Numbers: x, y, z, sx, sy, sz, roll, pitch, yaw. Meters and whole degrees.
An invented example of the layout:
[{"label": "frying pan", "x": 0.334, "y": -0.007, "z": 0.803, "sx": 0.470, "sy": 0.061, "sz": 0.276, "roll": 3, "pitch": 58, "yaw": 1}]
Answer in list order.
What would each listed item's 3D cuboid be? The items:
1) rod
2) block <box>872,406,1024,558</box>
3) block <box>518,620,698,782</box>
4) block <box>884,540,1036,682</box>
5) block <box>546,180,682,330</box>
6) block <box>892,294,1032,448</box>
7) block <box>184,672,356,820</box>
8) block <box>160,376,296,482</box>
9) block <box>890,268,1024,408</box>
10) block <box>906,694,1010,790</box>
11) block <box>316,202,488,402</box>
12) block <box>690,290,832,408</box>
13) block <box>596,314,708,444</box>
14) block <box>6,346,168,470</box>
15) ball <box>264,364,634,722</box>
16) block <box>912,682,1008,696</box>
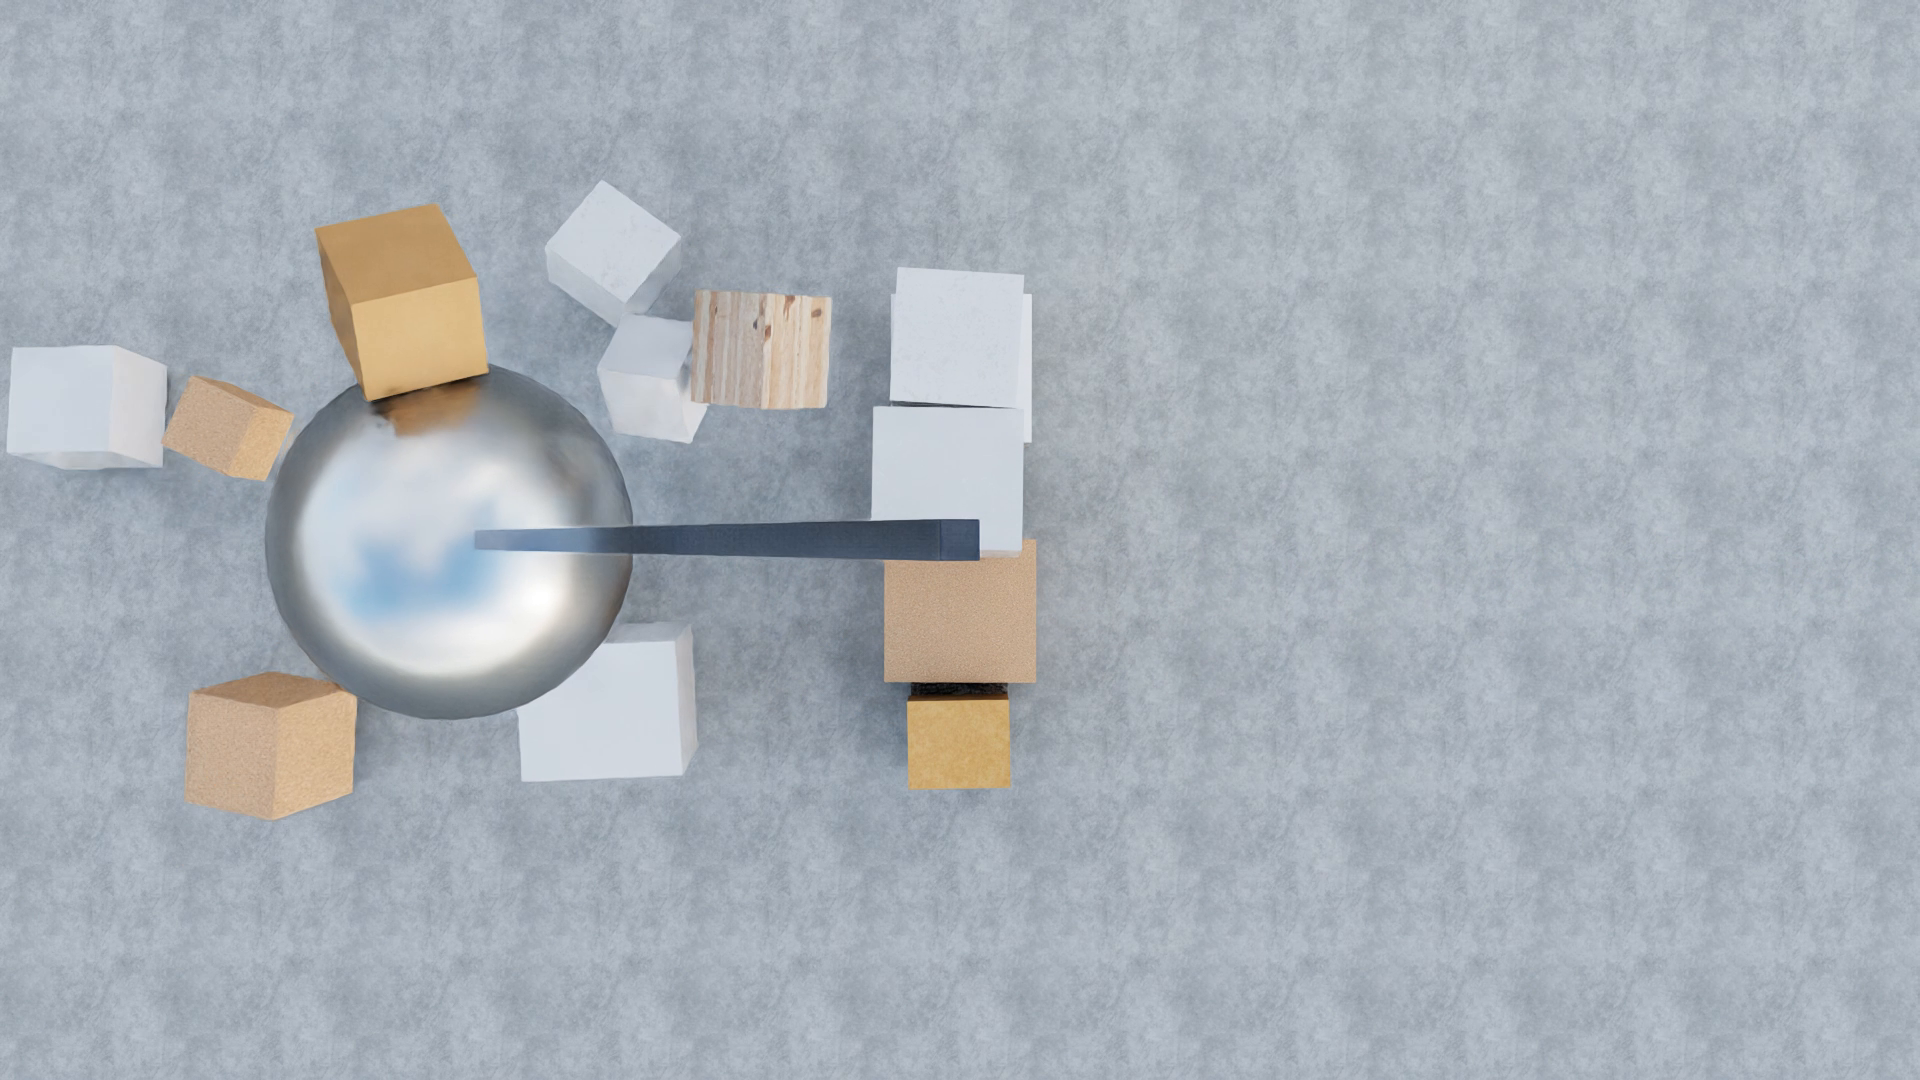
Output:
[{"label": "rod", "x": -0.974, "y": 0.000, "z": 6.590, "sx": 0.080, "sy": 5.200, "sz": 0.080, "roll": 0, "pitch": 90, "yaw": -22}, {"label": "block", "x": -0.064, "y": -0.298, "z": 11.763, "sx": 0.781, "sy": 0.734, "sz": 0.736, "roll": 1, "pitch": 87, "yaw": 0}, {"label": "block", "x": -2.009, "y": 0.911, "z": 12.580, "sx": 0.894, "sy": 0.762, "sz": 0.755, "roll": -2, "pitch": 96, "yaw": 0}, {"label": "block", "x": 0.002, "y": 0.390, "z": 12.557, "sx": 0.837, "sy": 0.887, "sz": 0.790, "roll": 0, "pitch": 90, "yaw": 0}, {"label": "block", "x": -1.992, "y": -1.621, "z": 12.664, "sx": 0.561, "sy": 0.521, "sz": 0.516, "roll": 36, "pitch": 73, "yaw": 2}, {"label": "block", "x": 0.007, "y": -0.950, "z": 12.576, "sx": 0.777, "sy": 0.849, "sz": 0.819, "roll": 0, "pitch": 90, "yaw": 0}, {"label": "block", "x": -3.916, "y": 1.158, "z": 12.519, "sx": 0.598, "sy": 0.722, "sz": 0.632, "roll": 8, "pitch": 99, "yaw": 19}, {"label": "block", "x": -3.817, "y": -0.581, "z": 11.482, "sx": 0.399, "sy": 0.440, "sz": 0.389, "roll": 25, "pitch": 92, "yaw": 8}, {"label": "block", "x": -0.016, "y": -1.052, "z": 11.784, "sx": 0.658, "sy": 0.735, "sz": 0.692, "roll": 4, "pitch": 90, "yaw": 0}, {"label": "block", "x": -0.006, "y": 1.111, "z": 12.179, "sx": 0.554, "sy": 0.485, "sz": 0.477, "roll": -1, "pitch": 90, "yaw": 0}, {"label": "block", "x": -2.355, "y": -1.011, "z": 9.290, "sx": 0.521, "sy": 0.499, "sz": 0.582, "roll": -16, "pitch": 46, "yaw": -21}, {"label": "block", "x": -0.857, "y": -0.821, "z": 9.482, "sx": 0.387, "sy": 0.456, "sz": 0.479, "roll": 7, "pitch": 97, "yaw": 32}, {"label": "block", "x": -1.331, "y": -0.712, "z": 9.689, "sx": 0.363, "sy": 0.392, "sz": 0.355, "roll": 8, "pitch": 50, "yaw": 13}, {"label": "block", "x": -5.002, "y": -0.754, "z": 12.627, "sx": 0.620, "sy": 0.593, "sz": 0.600, "roll": -1, "pitch": 83, "yaw": 8}, {"label": "ball", "x": -2.248, "y": 0.000, "z": 9.742, "sx": 1.600, "sy": 1.600, "sz": 1.600, "roll": 0, "pitch": 90, "yaw": 0}, {"label": "block", "x": -0.004, "y": 1.076, "z": 12.711, "sx": 0.546, "sy": 0.578, "sz": 0.565, "roll": 0, "pitch": 90, "yaw": 0}]
